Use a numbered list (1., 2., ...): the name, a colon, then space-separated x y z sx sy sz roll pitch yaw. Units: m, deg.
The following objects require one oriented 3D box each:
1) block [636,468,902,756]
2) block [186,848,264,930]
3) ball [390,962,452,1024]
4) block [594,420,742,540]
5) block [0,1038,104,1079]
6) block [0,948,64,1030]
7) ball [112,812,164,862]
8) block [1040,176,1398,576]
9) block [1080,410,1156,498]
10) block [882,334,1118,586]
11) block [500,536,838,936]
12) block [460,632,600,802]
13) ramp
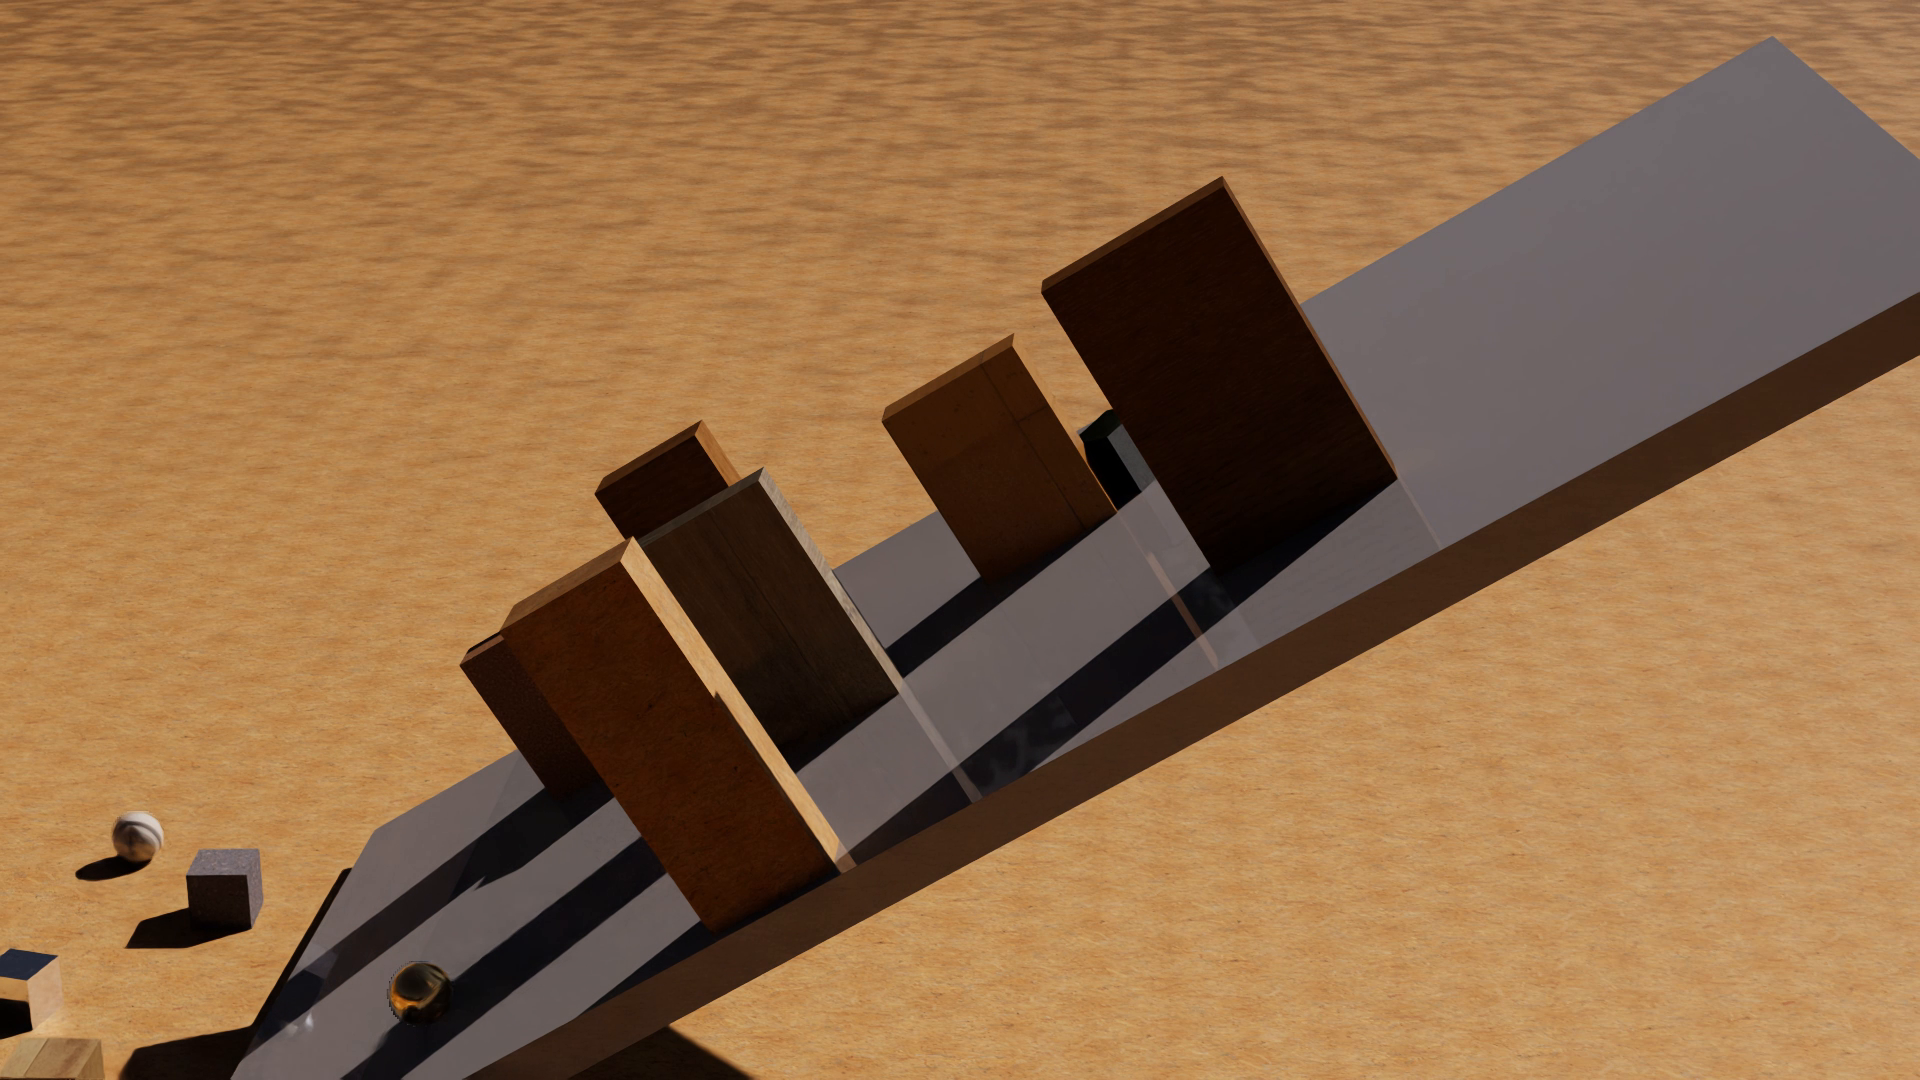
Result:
1. block: -0.418 0.169 6.173 0.355 0.545 0.094 -29 15 13
2. block: -1.838 0.873 7.357 0.150 0.150 0.150 0 19 -1
3. ball: -1.096 0.923 5.987 0.126 0.126 0.126 0 19 0
4. block: -0.604 0.016 7.078 0.288 0.530 0.127 -29 15 13
5. block: -1.971 1.201 6.394 0.171 0.171 0.171 0 19 1
6. block: -2.196 1.051 6.883 0.129 0.129 0.129 6 20 16
7. ball: -2.143 0.775 7.665 0.130 0.130 0.130 0 19 0
8. block: 0.494 -0.304 5.582 0.394 0.658 0.093 -29 15 13
9. block: 0.363 -0.198 6.516 0.147 0.147 0.147 -42 17 -32
10. block: 0.089 -0.175 6.436 0.333 0.439 0.107 -29 15 13
11. block: -0.532 0.367 5.454 0.267 0.708 0.137 -29 15 13
12. block: -0.928 0.366 6.883 0.294 0.401 0.106 -29 15 13
13. ramp: 0.141 0.169 6.289 4.000 0.100 2.000 -29 15 13
